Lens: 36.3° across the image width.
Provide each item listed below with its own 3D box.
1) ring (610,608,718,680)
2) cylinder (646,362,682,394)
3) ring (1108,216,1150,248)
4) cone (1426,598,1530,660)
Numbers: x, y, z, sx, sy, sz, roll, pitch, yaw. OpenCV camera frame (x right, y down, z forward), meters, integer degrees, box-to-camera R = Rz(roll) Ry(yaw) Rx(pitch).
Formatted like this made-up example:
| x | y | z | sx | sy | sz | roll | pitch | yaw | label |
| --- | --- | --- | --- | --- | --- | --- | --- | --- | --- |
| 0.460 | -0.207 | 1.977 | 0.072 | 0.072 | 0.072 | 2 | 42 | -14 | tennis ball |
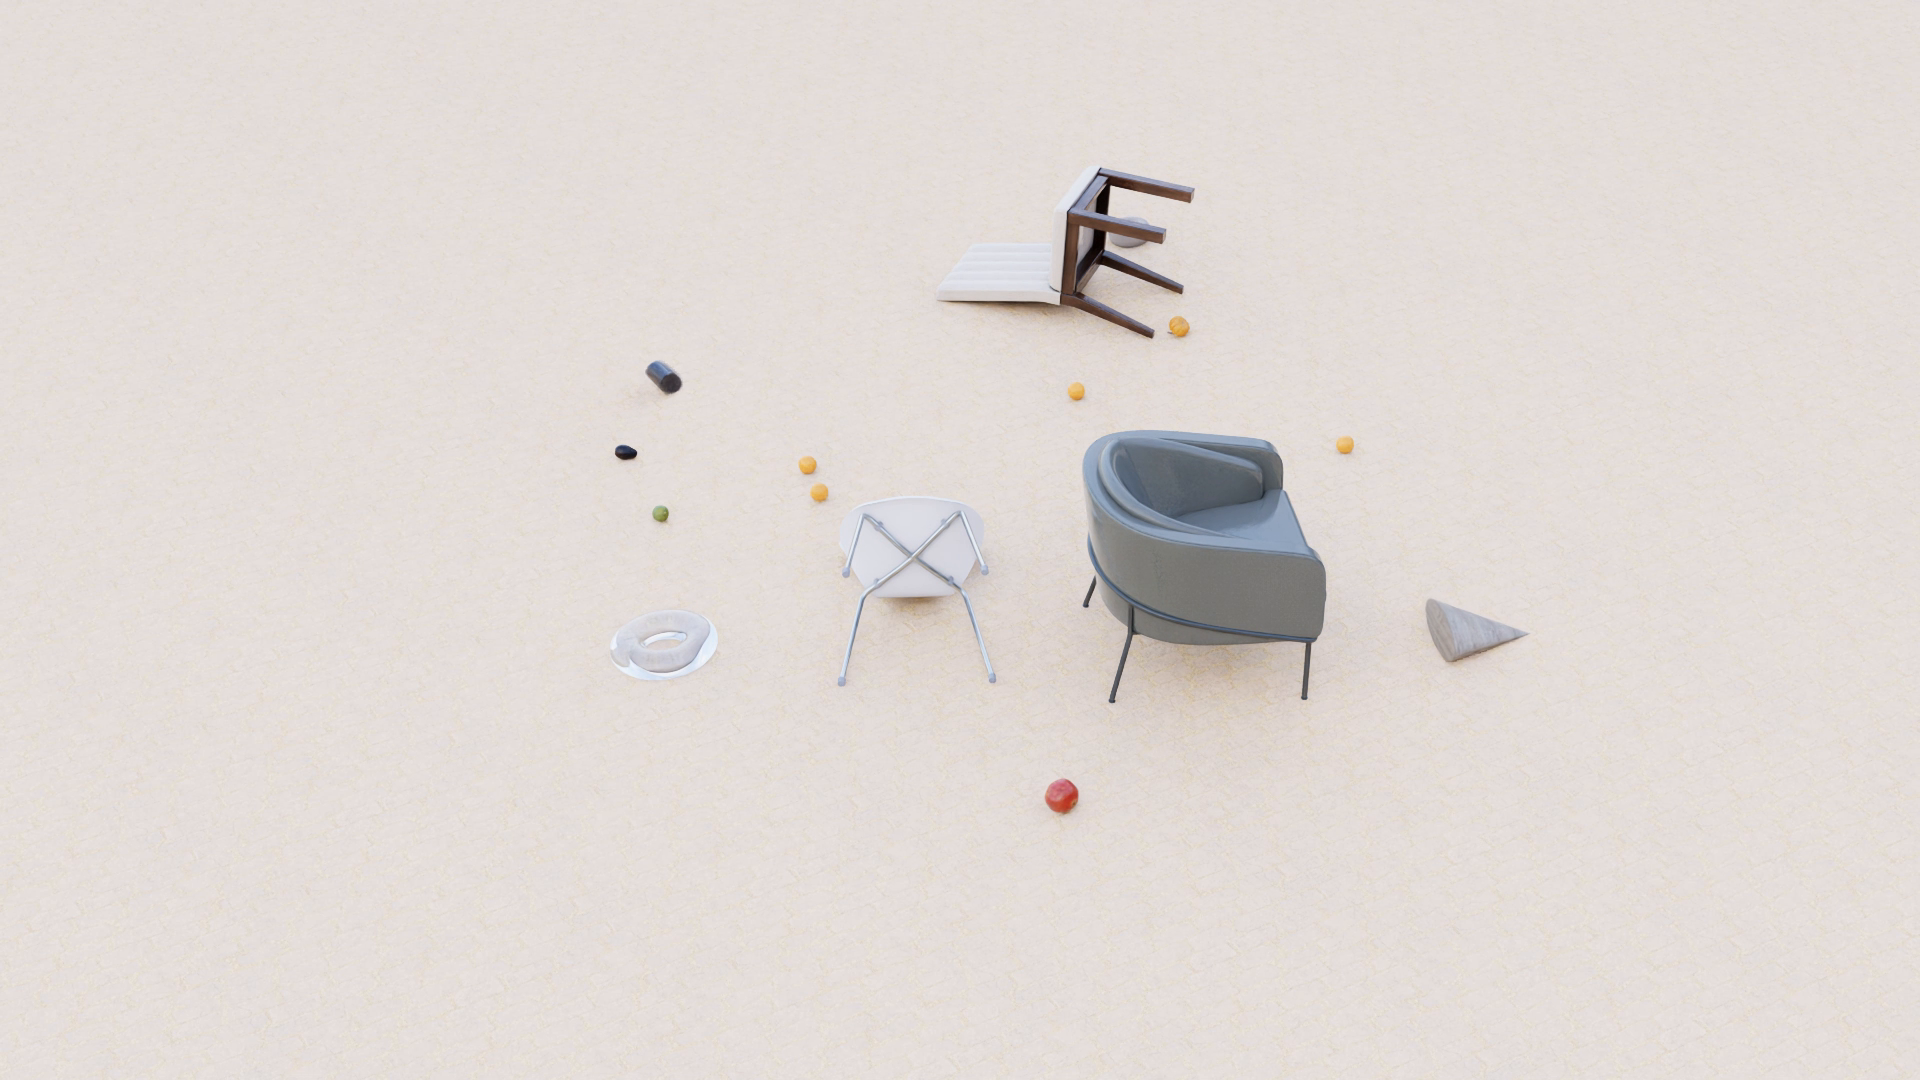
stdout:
| x | y | z | sx | sy | sz | roll | pitch | yaw | label |
| --- | --- | --- | --- | --- | --- | --- | --- | --- | --- |
| -1.040 | 0.366 | 10.300 | 0.394 | 0.099 | 0.348 | -22 | 40 | -29 | ring |
| -1.198 | -0.656 | 11.854 | 0.105 | 0.086 | 0.121 | 30 | 6 | -46 | cylinder |
| 0.748 | -1.357 | 12.916 | 0.190 | 0.098 | 0.142 | -8 | 36 | -10 | ring |
| 1.863 | 0.324 | 10.393 | 0.351 | 0.131 | 0.315 | 3 | 36 | -15 | cone |
